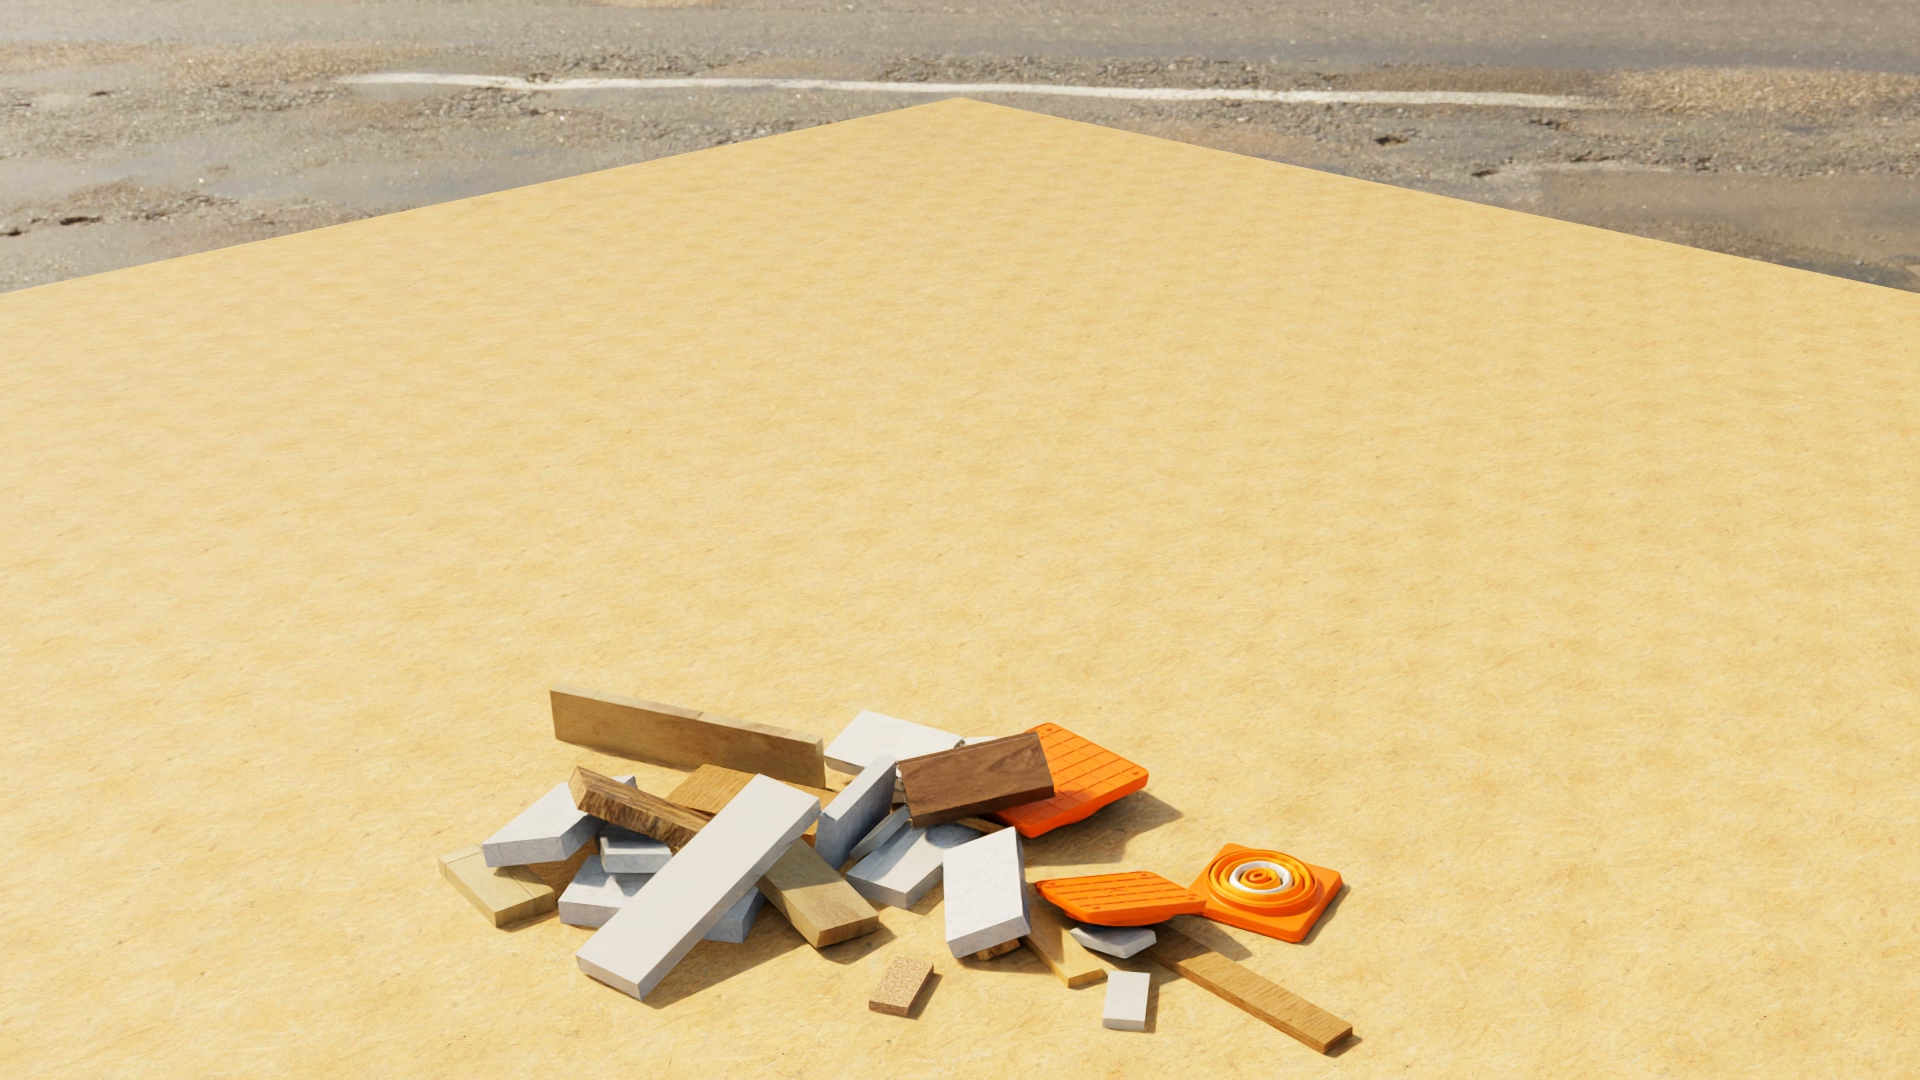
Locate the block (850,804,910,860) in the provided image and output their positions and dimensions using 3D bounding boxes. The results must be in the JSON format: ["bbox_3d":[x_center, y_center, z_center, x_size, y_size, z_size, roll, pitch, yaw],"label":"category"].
[{"bbox_3d":[-0.148,0.571,4.327,0.078,0.022,0.157,-36,1,35],"label":"block"}]

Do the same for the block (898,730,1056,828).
[{"bbox_3d":[0.031,0.471,4.336,0.284,0.040,0.142,-12,46,-6],"label":"block"}]

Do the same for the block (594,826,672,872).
[{"bbox_3d":[-0.628,0.591,4.214,0.123,0.035,0.246,2,5,-14],"label":"block"}]

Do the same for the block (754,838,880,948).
[{"bbox_3d":[-0.285,0.653,4.098,0.135,0.038,0.271,-9,32,-38],"label":"block"}]

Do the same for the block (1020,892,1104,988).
[{"bbox_3d":[0.160,0.728,4.018,0.072,0.020,0.280,-11,25,-24],"label":"block"}]

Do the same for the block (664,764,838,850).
[{"bbox_3d":[-0.409,0.541,4.425,0.337,0.048,0.169,10,25,22],"label":"block"}]

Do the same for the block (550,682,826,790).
[{"bbox_3d":[-0.577,0.415,4.622,0.631,0.123,0.035,9,28,21],"label":"block"}]

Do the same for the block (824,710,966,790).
[{"bbox_3d":[-0.134,0.435,4.505,0.284,0.040,0.142,11,46,41],"label":"block"}]

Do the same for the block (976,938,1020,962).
[{"bbox_3d":[0.060,0.707,4.031,0.078,0.022,0.157,-23,24,3],"label":"block"}]

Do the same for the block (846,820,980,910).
[{"bbox_3d":[-0.090,0.618,4.254,0.135,0.038,0.271,13,26,28],"label":"block"}]

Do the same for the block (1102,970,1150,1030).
[{"bbox_3d":[0.291,0.804,3.841,0.072,0.020,0.144,3,23,7],"label":"block"}]

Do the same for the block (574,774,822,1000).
[{"bbox_3d":[-0.474,0.629,4.050,0.148,0.042,0.532,18,43,30],"label":"block"}]

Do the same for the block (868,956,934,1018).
[{"bbox_3d":[-0.103,0.787,3.880,0.072,0.020,0.144,7,24,16],"label":"block"}]

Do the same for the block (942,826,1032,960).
[{"bbox_3d":[0.047,0.651,4.080,0.148,0.042,0.295,-21,24,8],"label":"block"}]

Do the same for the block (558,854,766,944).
[{"bbox_3d":[-0.554,0.670,4.120,0.353,0.048,0.169,4,23,10],"label":"block"}]

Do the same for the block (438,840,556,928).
[{"bbox_3d":[-0.883,0.650,4.185,0.123,0.035,0.246,-16,28,-34],"label":"block"}]

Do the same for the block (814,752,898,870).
[{"bbox_3d":[-0.205,0.539,4.313,0.038,0.135,0.271,18,28,18],"label":"block"}]

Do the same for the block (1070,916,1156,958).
[{"bbox_3d":[0.276,0.719,3.983,0.076,0.022,0.152,-20,14,-34],"label":"block"}]

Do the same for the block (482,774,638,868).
[{"bbox_3d":[-0.776,0.547,4.298,0.169,0.048,0.338,-8,12,18],"label":"block"}]

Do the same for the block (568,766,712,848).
[{"bbox_3d":[-0.606,0.529,4.249,0.295,0.042,0.148,25,4,-21],"label":"block"}]

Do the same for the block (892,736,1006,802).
[{"bbox_3d":[-0.029,0.467,4.471,0.284,0.040,0.142,-5,37,26],"label":"block"}]

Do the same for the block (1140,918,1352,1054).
[{"bbox_3d":[0.486,0.784,3.885,0.078,0.022,0.457,-20,30,-39],"label":"block"}]

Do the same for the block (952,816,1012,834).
[{"bbox_3d":[0.023,0.554,4.348,0.152,0.022,0.076,17,-3,12],"label":"block"}]
